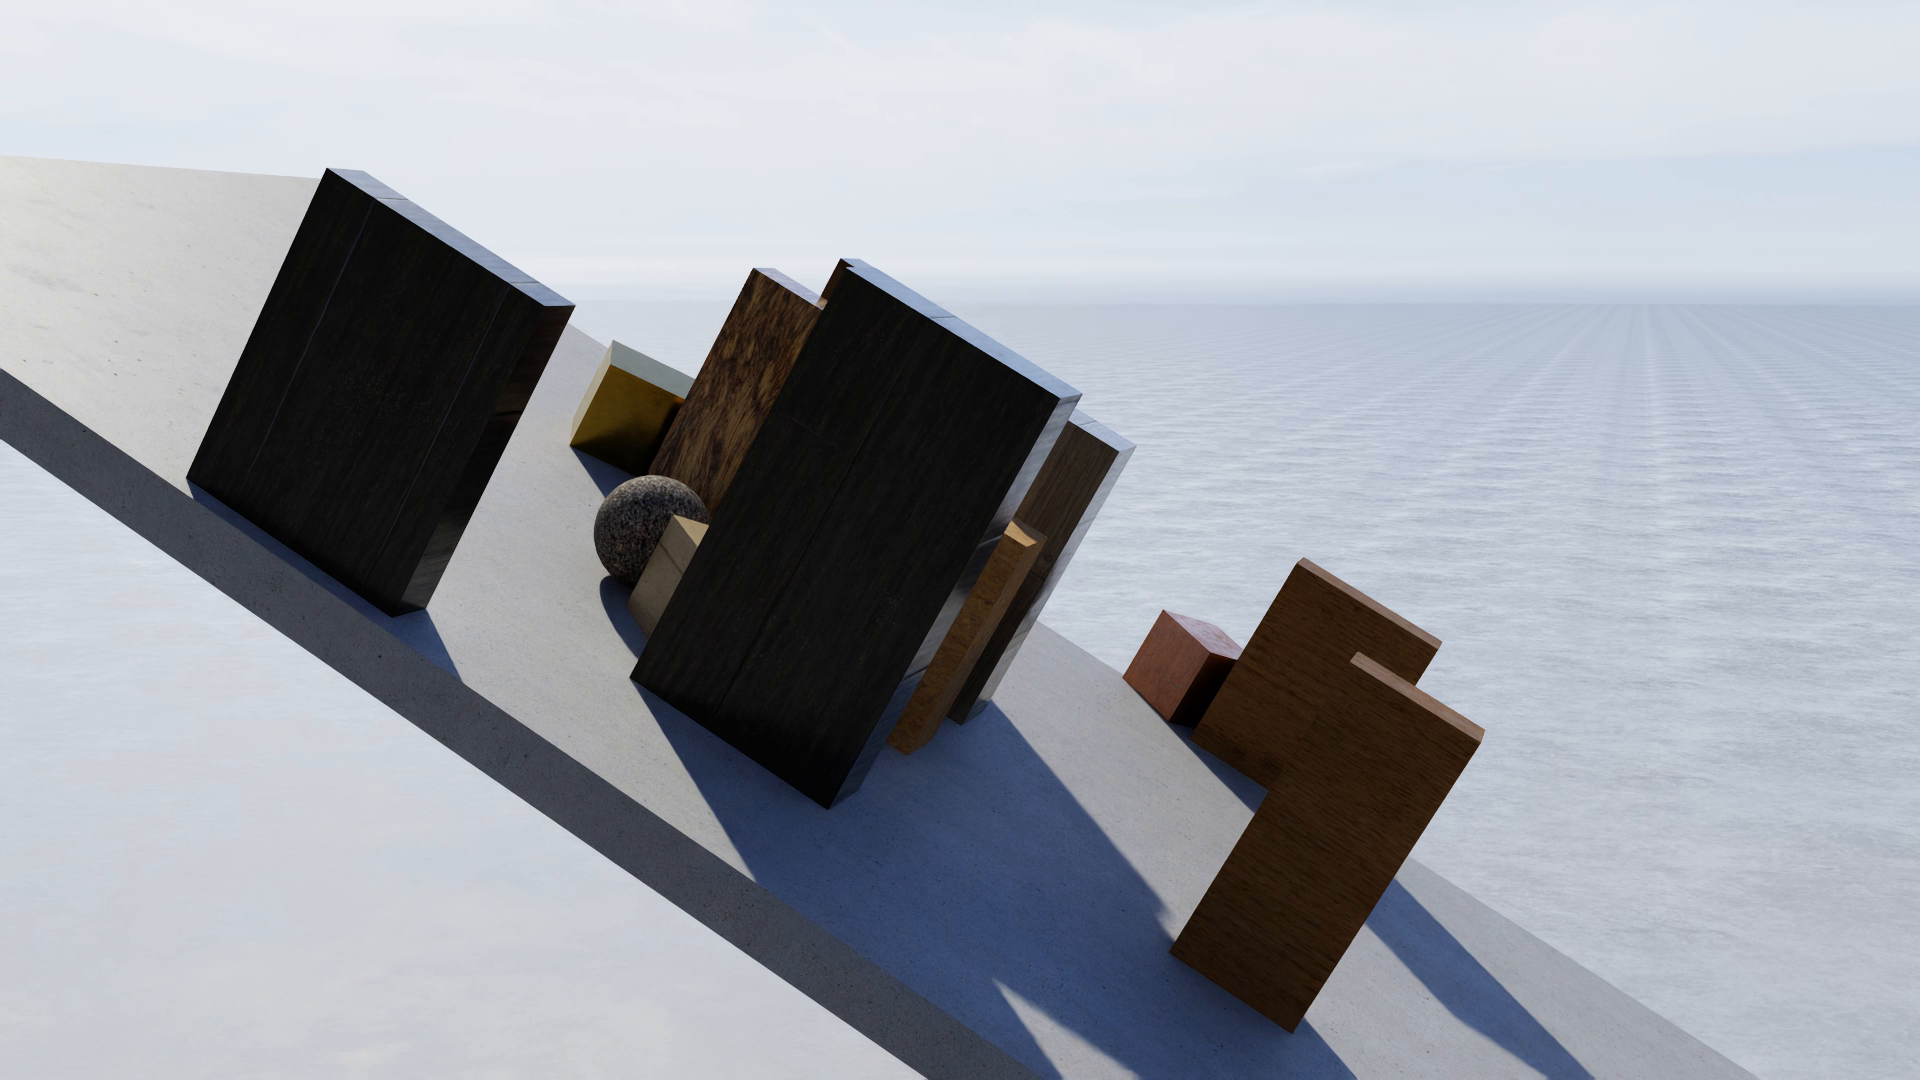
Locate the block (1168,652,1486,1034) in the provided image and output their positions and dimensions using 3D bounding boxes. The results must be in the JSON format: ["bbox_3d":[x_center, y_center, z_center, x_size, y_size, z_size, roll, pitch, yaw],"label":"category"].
[{"bbox_3d":[0.601,0.498,3.622,0.240,0.584,0.105,32,15,11],"label":"block"}]

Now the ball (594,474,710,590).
[{"bbox_3d":[-0.547,-0.011,3.916,0.209,0.209,0.209,0,7,0],"label":"ball"}]

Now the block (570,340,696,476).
[{"bbox_3d":[-0.678,-0.267,4.567,0.192,0.192,0.192,25,15,-15],"label":"block"}]

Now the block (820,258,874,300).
[{"bbox_3d":[-0.197,-0.248,4.666,0.407,0.567,0.120,32,15,11],"label":"block"}]

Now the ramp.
[{"bbox_3d":[-0.188,0.310,4.130,4.000,0.100,2.000,32,15,11],"label":"ramp"}]

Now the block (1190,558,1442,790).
[{"bbox_3d":[0.770,0.328,4.775,0.348,0.460,0.105,32,15,11],"label":"block"}]

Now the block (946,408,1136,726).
[{"bbox_3d":[0.044,0.008,4.177,0.300,0.607,0.148,32,15,11],"label":"block"}]

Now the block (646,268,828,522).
[{"bbox_3d":[-0.367,-0.235,4.409,0.351,0.512,0.110,32,15,11],"label":"block"}]

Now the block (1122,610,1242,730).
[{"bbox_3d":[0.525,0.299,4.955,0.185,0.185,0.185,17,18,-41],"label":"block"}]

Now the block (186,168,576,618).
[{"bbox_3d":[-0.882,-0.223,3.329,0.408,0.539,0.099,32,15,11],"label":"block"}]

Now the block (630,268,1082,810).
[{"bbox_3d":[-0.172,-0.003,3.496,0.394,0.759,0.140,32,15,11],"label":"block"}]

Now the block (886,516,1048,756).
[{"bbox_3d":[-0.138,0.081,3.925,0.409,0.437,0.144,32,15,11],"label":"block"}]

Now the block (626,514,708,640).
[{"bbox_3d":[-0.425,0.104,3.797,0.189,0.189,0.189,18,18,-37],"label":"block"}]
